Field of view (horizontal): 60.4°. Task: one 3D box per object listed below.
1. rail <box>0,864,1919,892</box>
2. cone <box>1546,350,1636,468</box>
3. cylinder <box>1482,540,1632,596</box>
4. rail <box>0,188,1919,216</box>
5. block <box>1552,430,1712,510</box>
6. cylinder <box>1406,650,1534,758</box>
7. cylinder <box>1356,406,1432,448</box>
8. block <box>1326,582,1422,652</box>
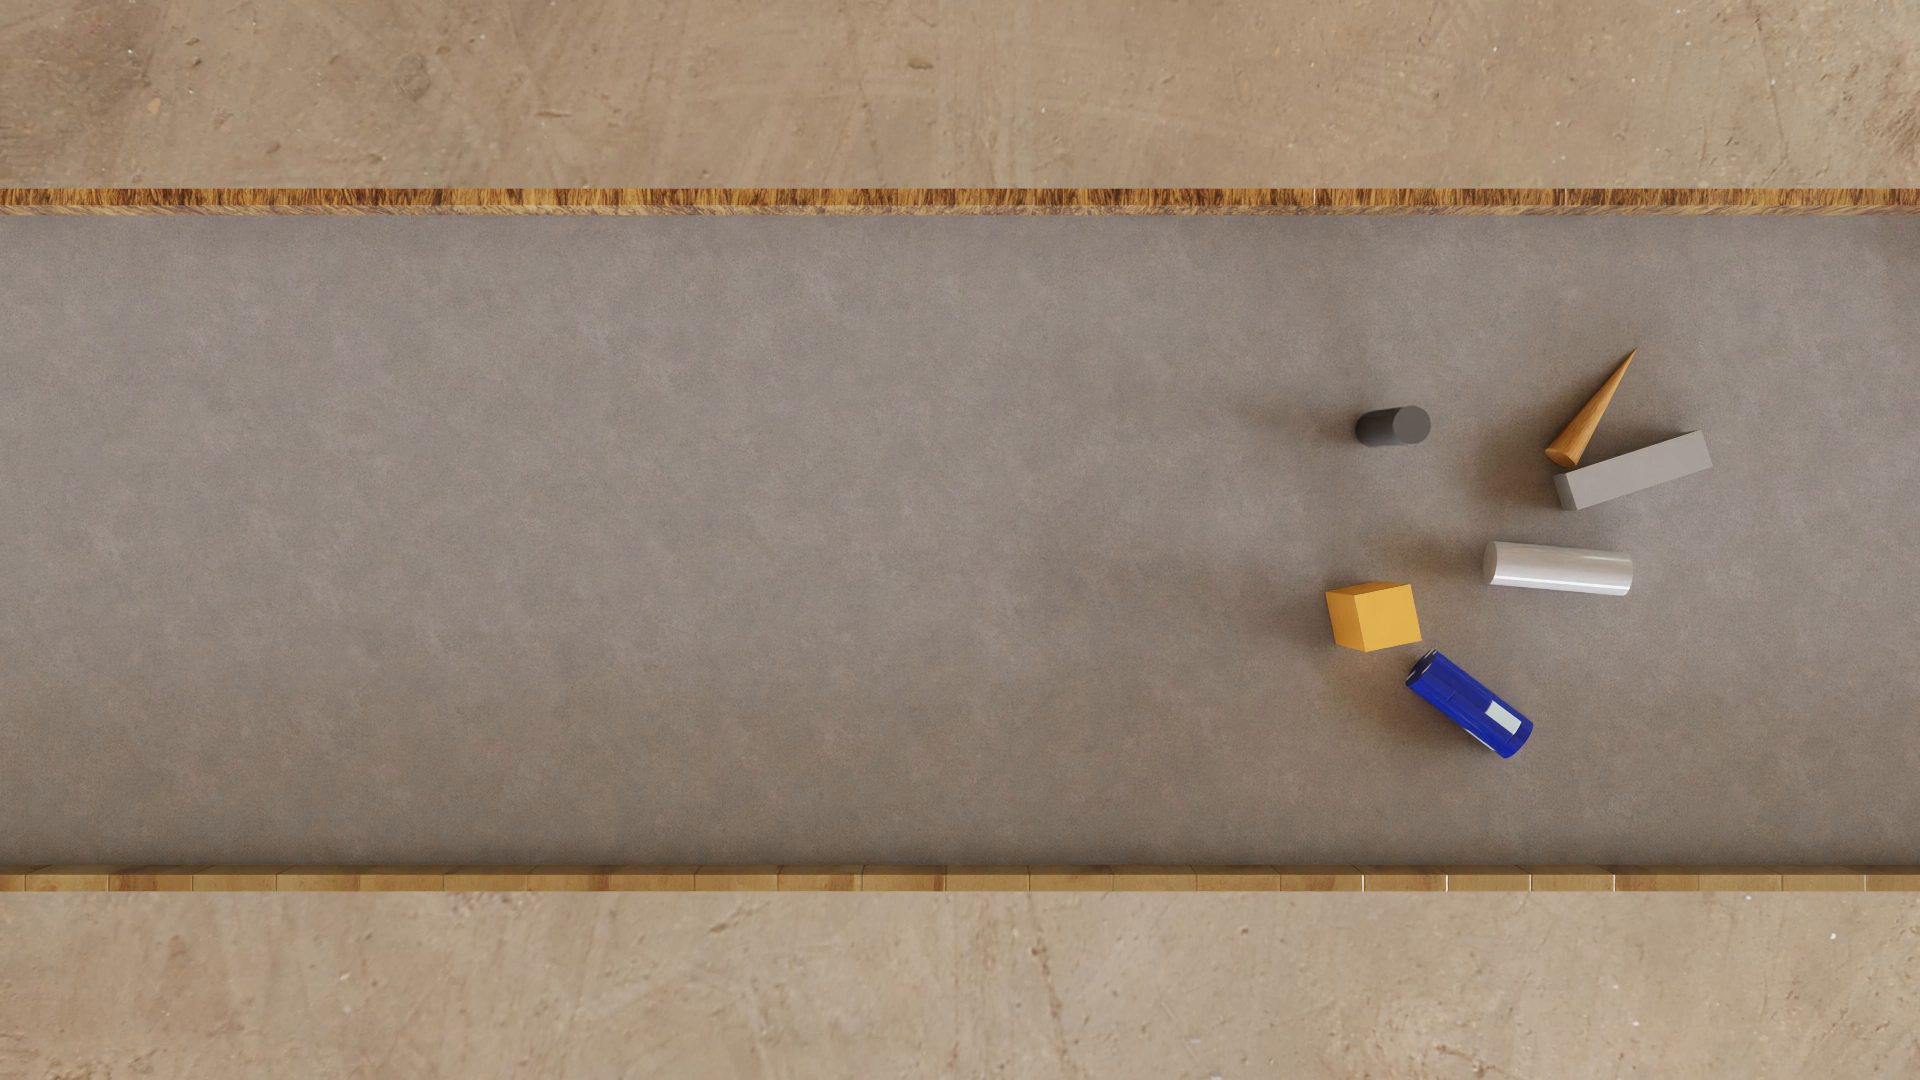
[{"bbox_3d":[-2.247,1.025,5.001,12.000,0.150,0.050,0,90,0],"label":"rail"},{"bbox_3d":[1.960,-0.424,5.051,0.101,0.101,0.440,36,83,0],"label":"cone"},{"bbox_3d":[1.813,0.086,5.011,0.409,0.132,0.132,5,90,0],"label":"cylinder"},{"bbox_3d":[-2.247,-1.025,5.002,12.000,0.150,0.050,0,90,0],"label":"rail"},{"bbox_3d":[2.043,-0.211,5.018,0.428,0.116,0.116,-18,90,0],"label":"block"},{"bbox_3d":[1.545,0.497,5.006,0.366,0.141,0.141,37,90,0],"label":"cylinder"},{"bbox_3d":[1.276,-0.333,4.876,0.109,0.397,0.109,0,92,-2],"label":"cylinder"},{"bbox_3d":[1.221,0.223,4.892,0.164,0.368,0.164,-12,90,0],"label":"block"}]
